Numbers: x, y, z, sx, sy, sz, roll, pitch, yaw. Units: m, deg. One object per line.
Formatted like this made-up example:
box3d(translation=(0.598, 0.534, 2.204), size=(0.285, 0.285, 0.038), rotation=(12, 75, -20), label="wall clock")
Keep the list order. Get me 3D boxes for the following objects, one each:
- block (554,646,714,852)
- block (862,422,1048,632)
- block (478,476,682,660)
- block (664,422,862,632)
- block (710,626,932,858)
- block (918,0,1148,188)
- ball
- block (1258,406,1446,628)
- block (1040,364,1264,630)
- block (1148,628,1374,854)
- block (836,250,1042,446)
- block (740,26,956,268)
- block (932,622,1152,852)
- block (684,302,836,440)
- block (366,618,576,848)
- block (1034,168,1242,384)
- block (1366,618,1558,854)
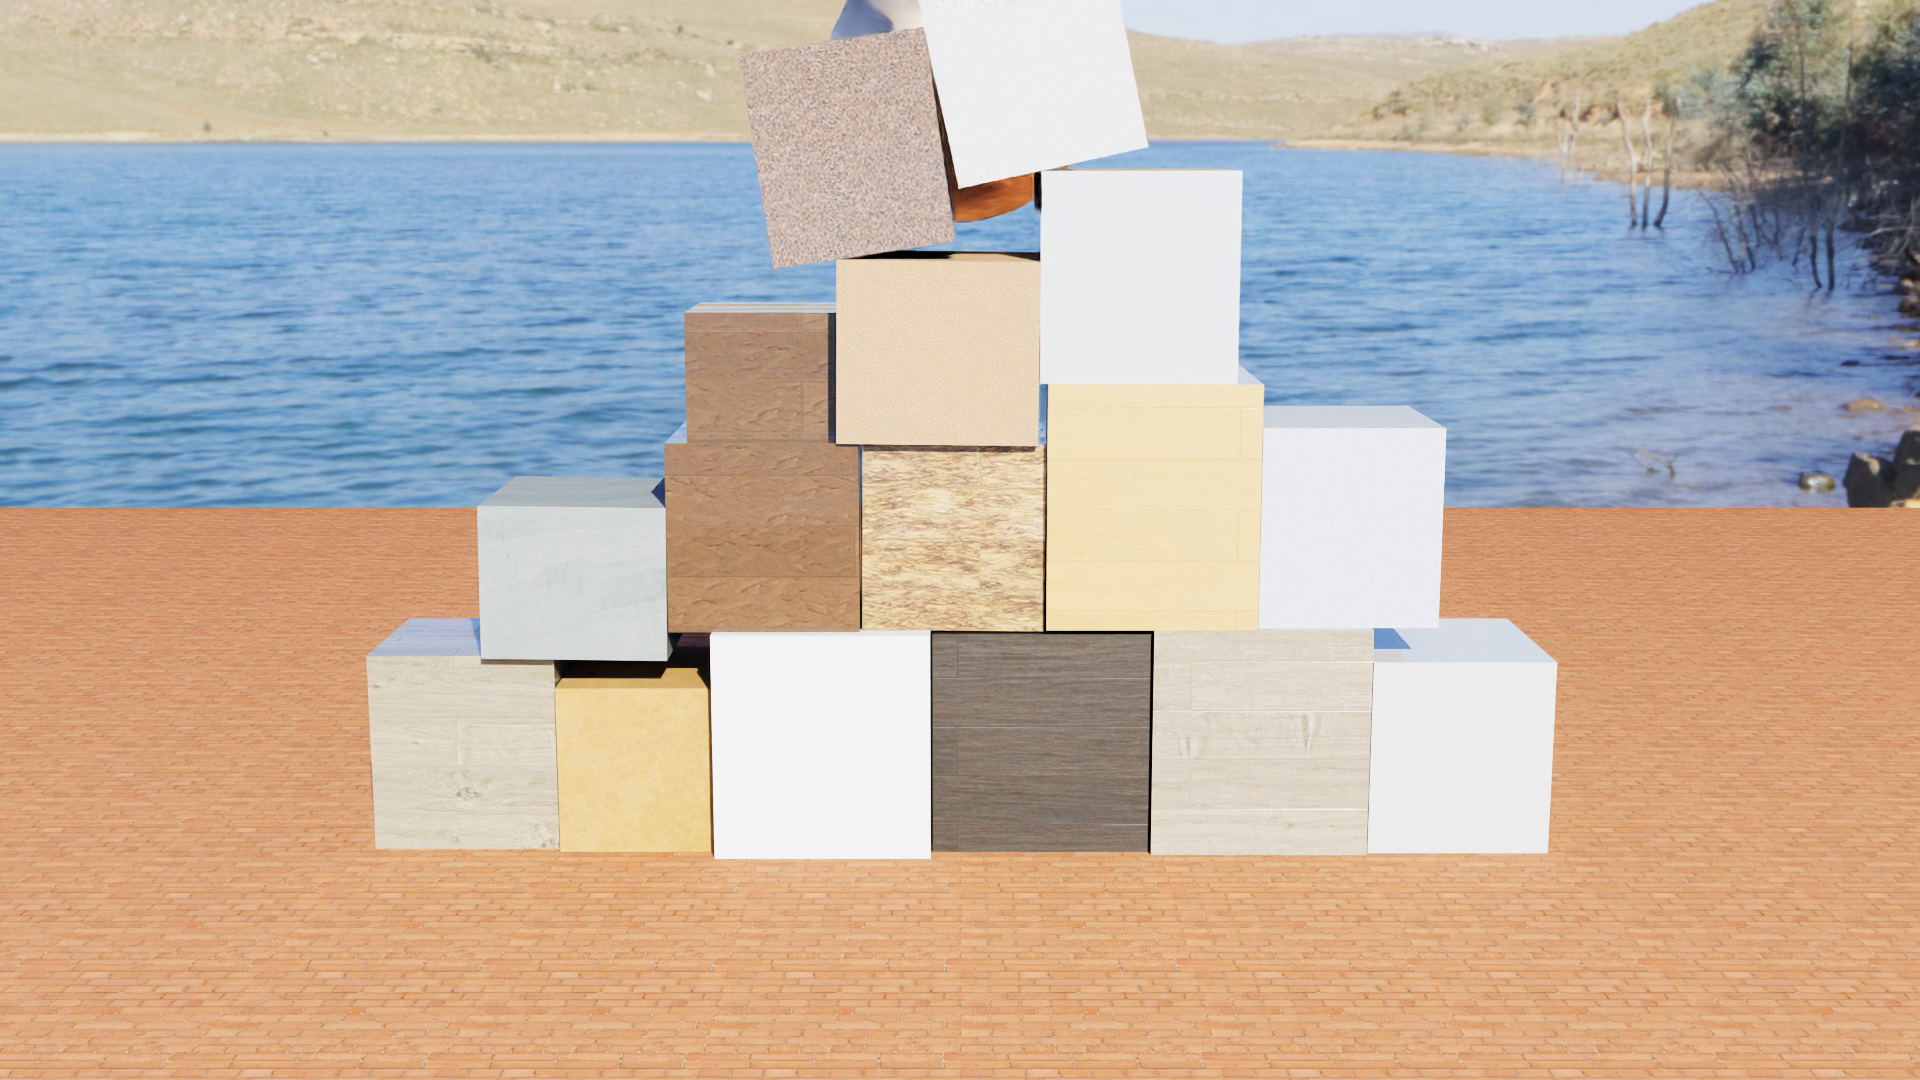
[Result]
box3d(translation=(-1.611, 1.064, 11.369), size=(0.773, 0.839, 0.915), rotation=(0, 10, 0), label="block")
box3d(translation=(-0.029, -0.088, 11.159), size=(0.893, 0.926, 0.877), rotation=(1, 10, 0), label="block")
box3d(translation=(-1.888, 0.128, 11.194), size=(0.912, 0.760, 0.960), rotation=(1, 10, 0), label="block")
box3d(translation=(-0.959, -0.095, 11.170), size=(0.937, 0.933, 0.988), rotation=(0, 10, 0), label="block")
box3d(translation=(-0.680, 0.918, 11.363), size=(1.069, 1.129, 1.172), rotation=(0, 10, 0), label="block")
box3d(translation=(0.337, -2.327, 10.760), size=(0.919, 1.011, 0.829), rotation=(-12, 10, 2), label="block")
box3d(translation=(0.000, -2.658, 12.805), size=(1.600, 1.600, 1.600), rotation=(0, 10, 0), label="ball")
box3d(translation=(1.908, -0.136, 11.163), size=(0.883, 0.987, 0.920), rotation=(0, 10, 0), label="block")
box3d(translation=(0.939, -0.239, 11.125), size=(1.034, 1.205, 0.990), rotation=(0, 10, 0), label="block")
box3d(translation=(1.486, 0.915, 11.337), size=(1.073, 1.143, 1.006), rotation=(0, 10, 0), label="block")
box3d(translation=(-0.106, -0.977, 10.985), size=(0.970, 0.878, 0.993), rotation=(1, 10, 0), label="block")
box3d(translation=(-0.529, -1.927, 10.827), size=(0.880, 1.010, 0.853), rotation=(-8, 10, 1), label="block")
box3d(translation=(0.402, 0.925, 11.367), size=(1.075, 1.114, 0.965), rotation=(0, 10, 0), label="block")
box3d(translation=(-0.971, -0.859, 11.037), size=(0.730, 0.617, 0.694), rotation=(0, 10, 0), label="block")
box3d(translation=(-2.470, 0.984, 11.378), size=(0.925, 0.993, 0.867), rotation=(0, 10, 0), label="block")
box3d(translation=(0.860, -1.329, 10.927), size=(0.951, 1.010, 0.895), rotation=(0, 10, 0), label="block")
box3d(translation=(2.483, 0.992, 11.379), size=(0.900, 0.977, 1.004), rotation=(0, 10, 0), label="block")
